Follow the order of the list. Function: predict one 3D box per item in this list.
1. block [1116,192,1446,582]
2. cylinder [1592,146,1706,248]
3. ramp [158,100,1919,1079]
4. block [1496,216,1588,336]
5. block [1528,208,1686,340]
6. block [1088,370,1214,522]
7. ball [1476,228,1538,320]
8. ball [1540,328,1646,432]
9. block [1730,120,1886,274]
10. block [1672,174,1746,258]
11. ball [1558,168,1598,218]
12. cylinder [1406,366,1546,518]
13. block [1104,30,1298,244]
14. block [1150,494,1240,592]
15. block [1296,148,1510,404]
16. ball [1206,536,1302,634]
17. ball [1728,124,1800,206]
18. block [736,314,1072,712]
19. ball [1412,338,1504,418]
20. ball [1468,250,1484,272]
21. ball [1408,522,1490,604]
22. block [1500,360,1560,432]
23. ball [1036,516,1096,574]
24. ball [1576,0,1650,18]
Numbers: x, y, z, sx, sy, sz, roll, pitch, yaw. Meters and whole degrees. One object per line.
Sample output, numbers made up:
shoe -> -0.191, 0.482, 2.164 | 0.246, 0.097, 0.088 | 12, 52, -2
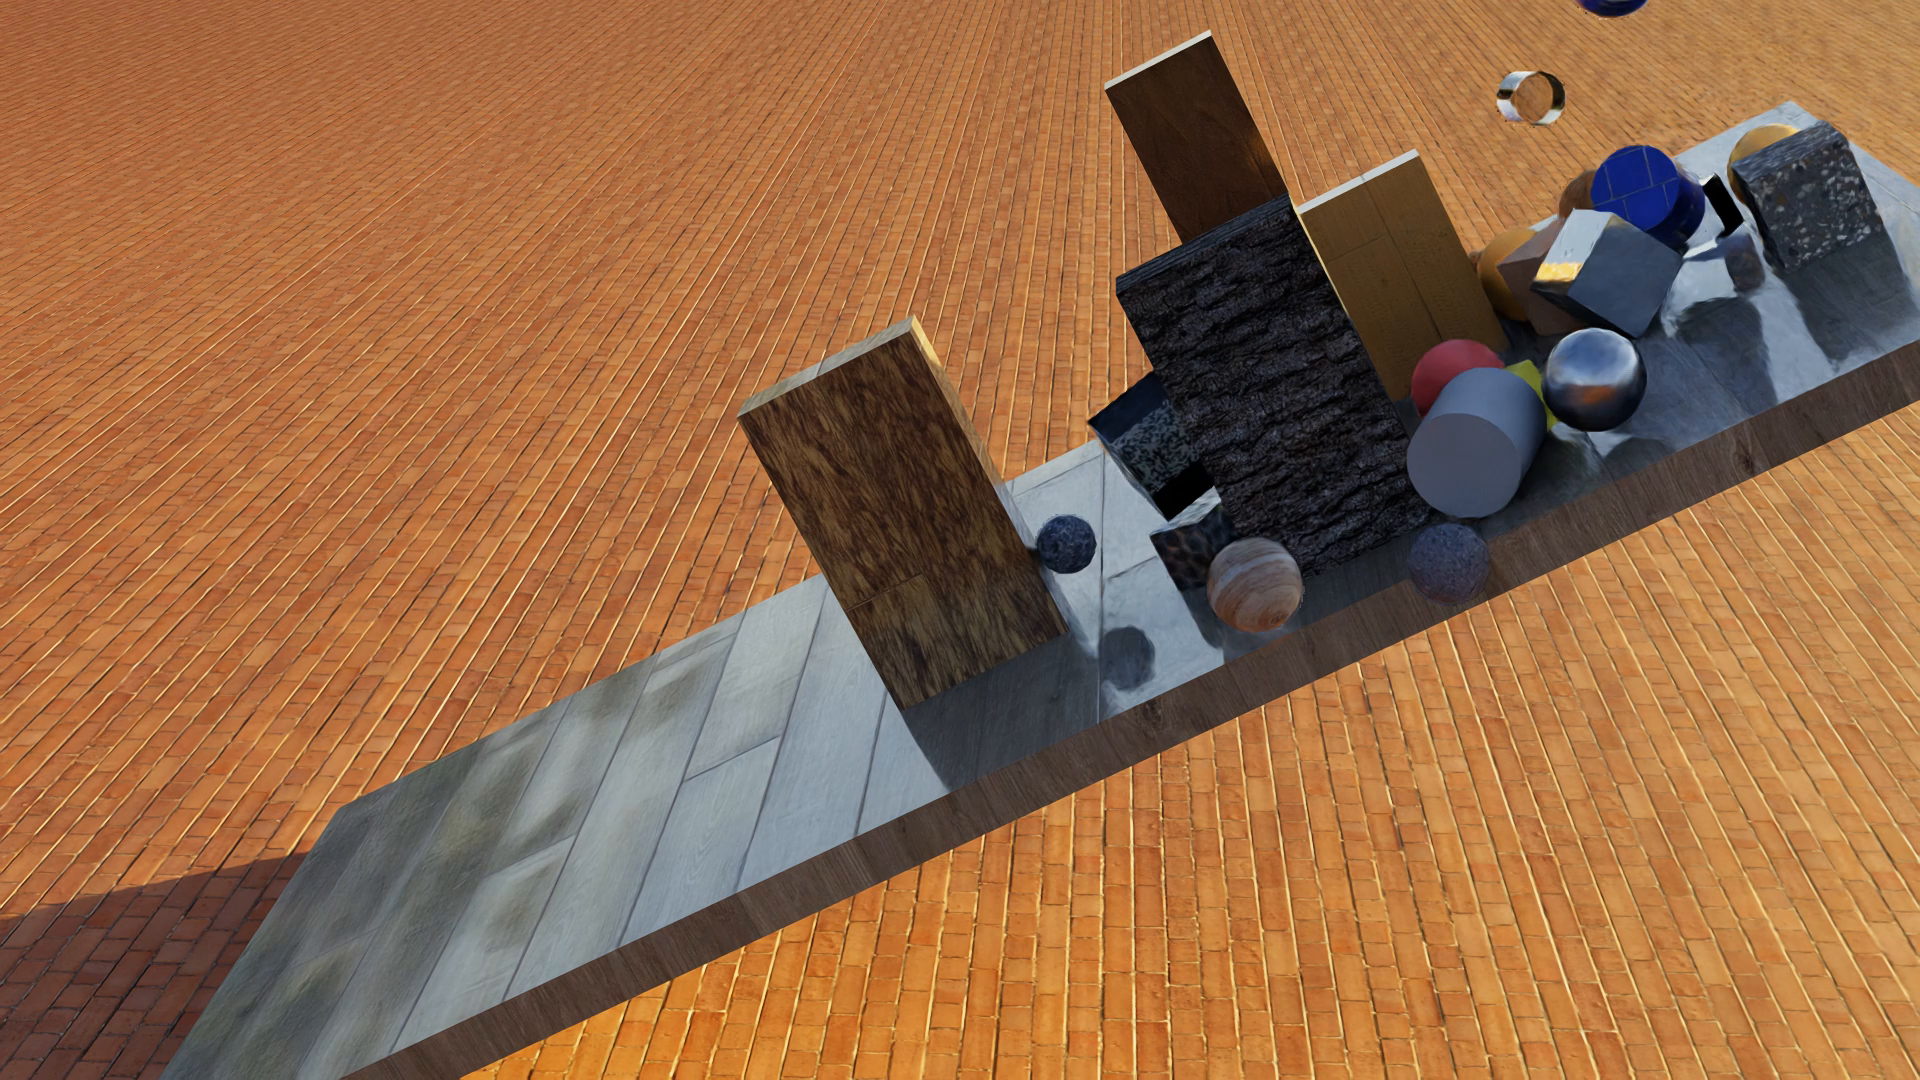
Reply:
block -> 0.588, -0.265, 5.403 | 0.352, 0.641, 0.150 | -26, 14, 10
cylinder -> 1.388, -0.688, 5.928 | 0.179, 0.179, 0.179 | 11, -1, 31
ramp -> 0.140, 0.167, 6.281 | 4.000, 0.100, 2.000 | -26, 14, 10
block -> 1.254, -0.548, 6.047 | 0.176, 0.176, 0.176 | -37, 11, -16
block -> 1.279, -0.527, 5.818 | 0.183, 0.183, 0.183 | 29, 2, -15
block -> 0.394, -0.187, 5.700 | 0.178, 0.178, 0.178 | -38, 37, -2
ball -> 1.193, -0.562, 6.233 | 0.194, 0.194, 0.194 | 0, 17, 0
ball -> 1.139, -0.288, 5.287 | 0.187, 0.187, 0.187 | 0, 17, 0
block -> 1.648, -0.670, 5.726 | 0.198, 0.198, 0.198 | -26, 14, 12
block -> 1.525, -0.667, 6.096 | 0.117, 0.117, 0.117 | -38, 9, -35
ball -> 1.401, -0.721, 6.428 | 0.182, 0.182, 0.182 | 0, 17, 0
cylinder -> 0.936, -0.177, 5.322 | 0.207, 0.207, 0.207 | 7, 29, 22
block -> 0.631, -0.757, 6.784 | 0.270, 0.786, 0.101 | -26, 14, 10
block -> 0.478, 0.002, 5.729 | 0.130, 0.130, 0.130 | -15, 19, 45
block -> 0.902, -0.538, 6.169 | 0.336, 0.453, 0.084 | -26, 14, 10
ball -> 0.489, 0.075, 4.889 | 0.160, 0.160, 0.160 | 0, 17, 0
ball -> 1.671, -0.762, 6.042 | 0.185, 0.185, 0.185 | 0, 17, 0
block -> -0.106, -0.051, 5.889 | 0.386, 0.687, 0.146 | -26, 14, 10
ball -> 0.973, -0.298, 5.727 | 0.187, 0.187, 0.187 | 0, 17, 0
ball -> 1.150, -0.566, 6.449 | 0.139, 0.139, 0.139 | 0, 17, 0
ball -> 0.837, 0.039, 5.033 | 0.139, 0.139, 0.139 | 0, 17, 0
block -> 1.024, -0.240, 5.482 | 0.125, 0.125, 0.125 | -41, 8, -20
ball -> 0.215, 0.009, 5.920 | 0.119, 0.119, 0.119 | 0, 17, 0
ball -> 1.354, -1.182, 6.091 | 0.198, 0.198, 0.198 | 0, 17, 0
